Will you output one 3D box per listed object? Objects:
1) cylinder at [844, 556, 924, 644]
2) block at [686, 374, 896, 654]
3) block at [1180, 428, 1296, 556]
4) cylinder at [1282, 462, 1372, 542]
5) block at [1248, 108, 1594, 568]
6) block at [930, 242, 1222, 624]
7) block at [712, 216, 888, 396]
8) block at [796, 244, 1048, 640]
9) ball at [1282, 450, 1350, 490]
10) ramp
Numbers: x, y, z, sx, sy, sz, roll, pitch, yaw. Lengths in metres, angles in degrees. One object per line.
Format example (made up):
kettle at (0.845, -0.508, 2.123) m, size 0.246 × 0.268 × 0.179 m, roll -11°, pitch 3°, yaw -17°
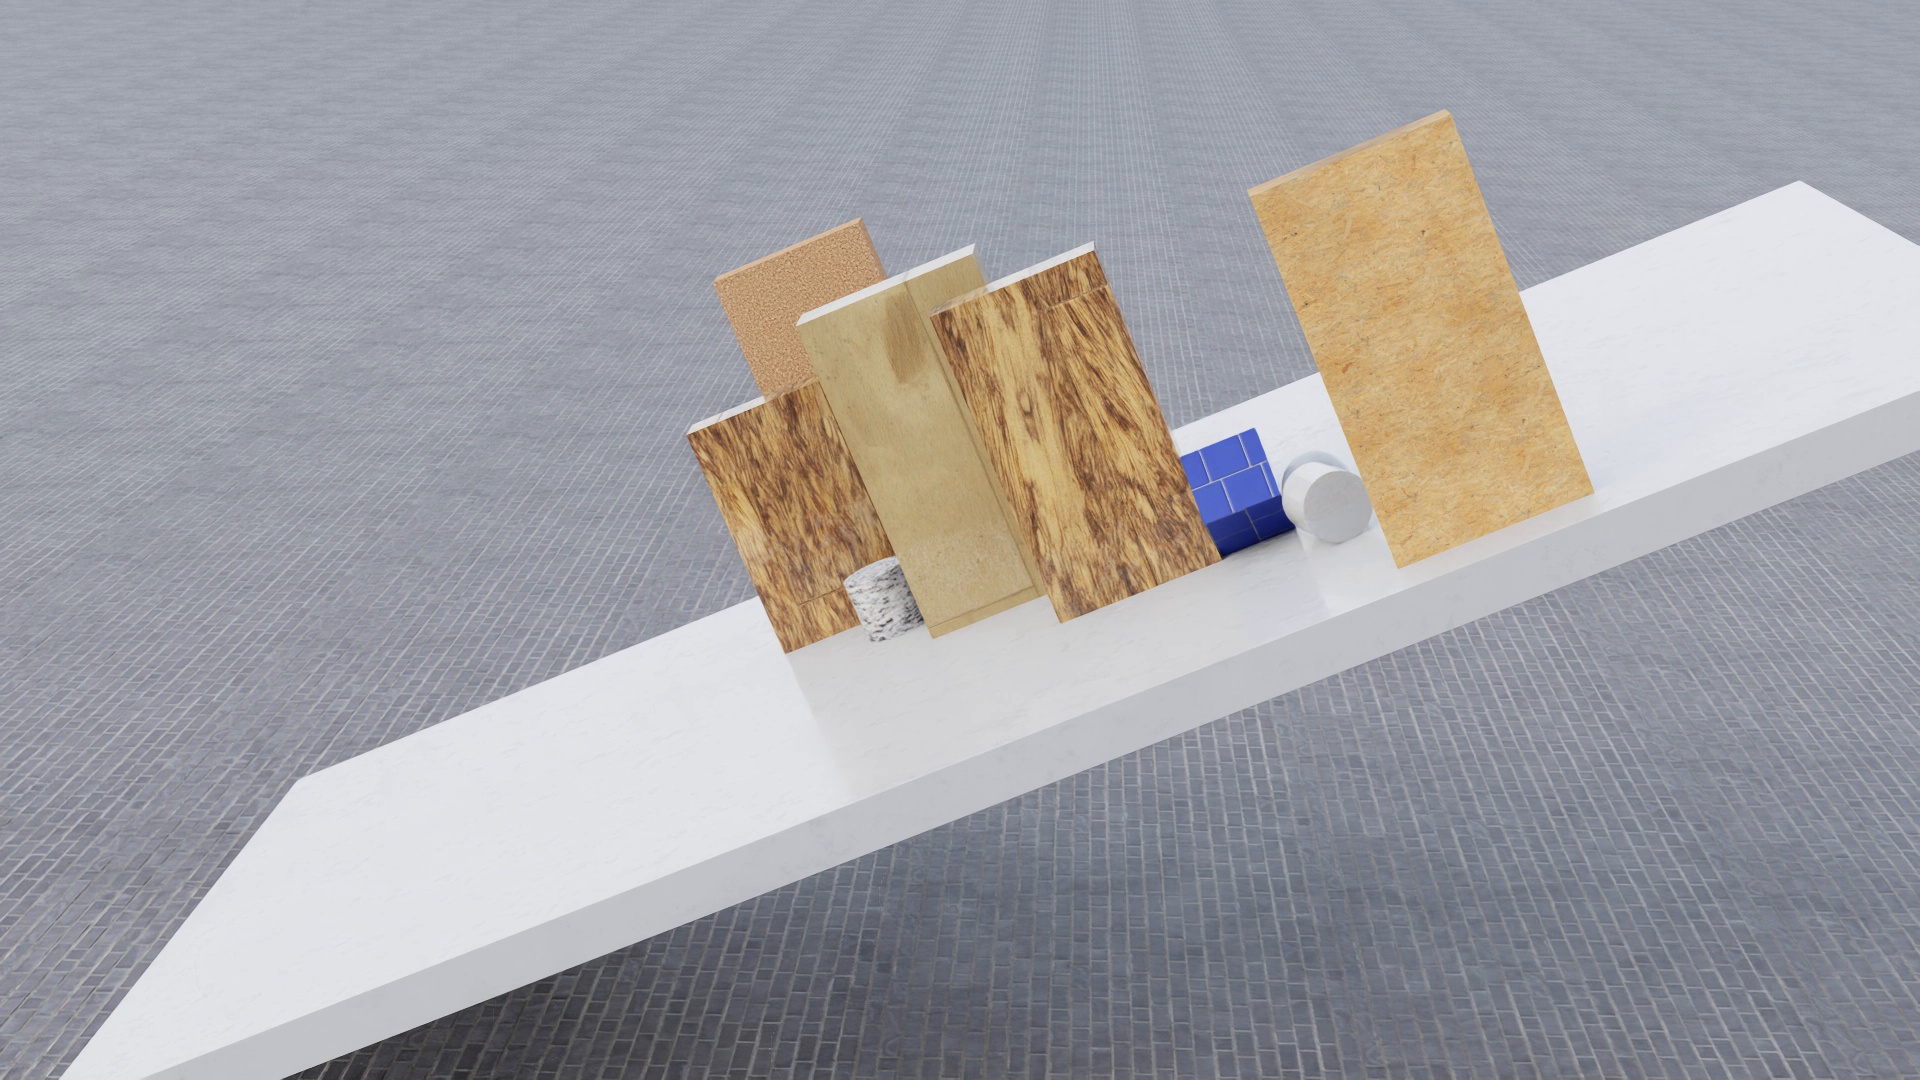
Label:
cylinder at (-0.161, 0.130, 6.420) m, size 0.143 × 0.143 × 0.143 m, roll -22°, pitch 12°, yaw 5°
block at (-0.346, -0.062, 6.615) m, size 0.333 × 0.547 × 0.112 m, roll -22°, pitch 12°, yaw 8°
block at (0.554, -0.094, 5.862) m, size 0.161 × 0.161 × 0.161 m, roll -22°, pitch -29°, yaw 8°
cylinder at (0.711, -0.074, 5.698) m, size 0.139 × 0.139 × 0.139 m, roll -3°, pitch 9°, yaw -10°
block at (0.828, -0.356, 5.277) m, size 0.376 × 0.733 × 0.091 m, roll -22°, pitch 12°, yaw 8°
block at (0.234, -0.213, 5.890) m, size 0.349 × 0.677 × 0.121 m, roll -22°, pitch 12°, yaw 8°
block at (-0.253, -0.329, 7.003) m, size 0.373 × 0.789 × 0.097 m, roll -22°, pitch 12°, yaw 8°
block at (-0.013, -0.206, 6.194) m, size 0.397 × 0.726 × 0.144 m, roll -22°, pitch 12°, yaw 8°
ball at (0.709, -0.108, 5.838) m, size 0.142 × 0.142 × 0.142 m, roll 0°, pitch 14°, yaw 0°
ramp at (0.127, 0.172, 6.288) m, size 4.000 × 0.100 × 2.000 m, roll -22°, pitch 12°, yaw 8°
